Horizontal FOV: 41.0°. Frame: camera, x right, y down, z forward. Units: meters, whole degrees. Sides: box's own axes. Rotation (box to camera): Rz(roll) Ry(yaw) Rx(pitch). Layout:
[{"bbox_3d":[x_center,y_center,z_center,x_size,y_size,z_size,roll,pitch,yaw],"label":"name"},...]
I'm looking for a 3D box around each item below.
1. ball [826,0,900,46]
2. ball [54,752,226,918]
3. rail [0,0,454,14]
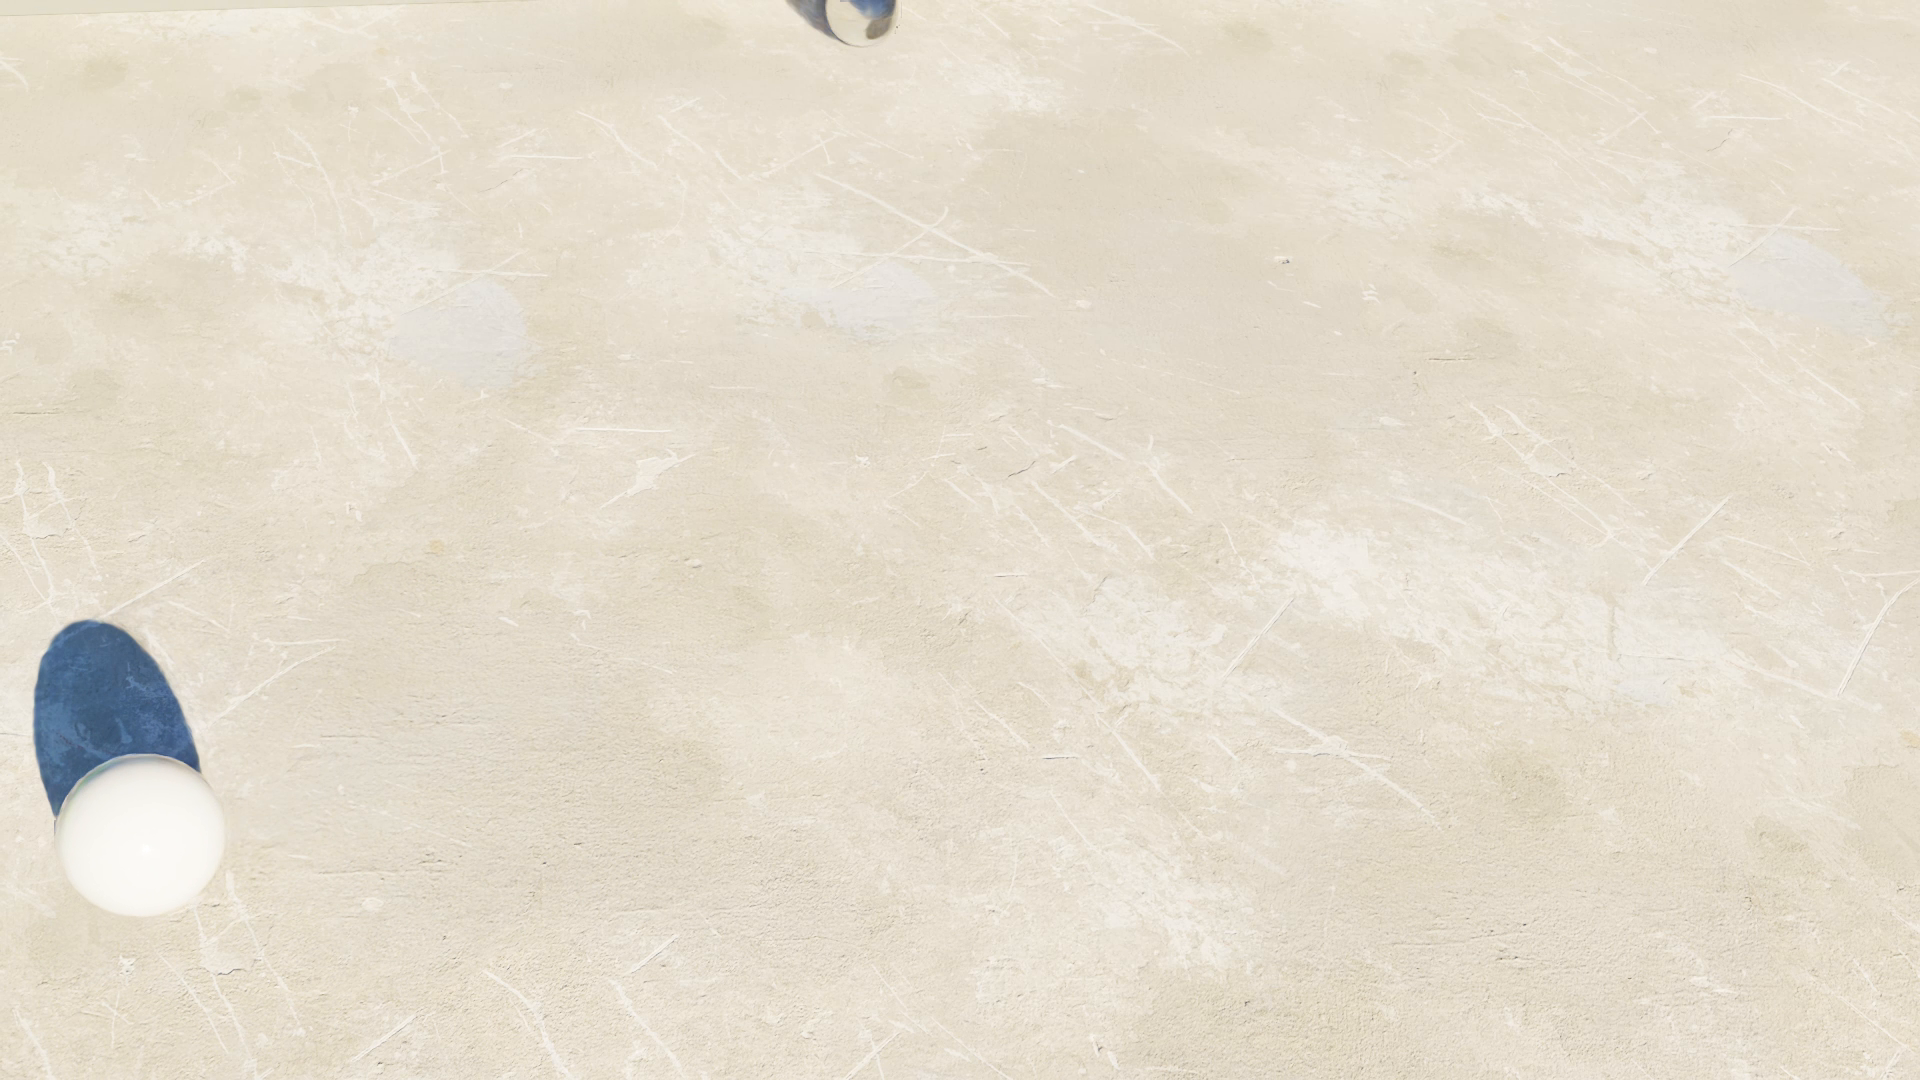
[{"bbox_3d":[-0.086,-0.465,2.250,0.064,0.064,0.064,0,36,0],"label":"ball"},{"bbox_3d":[-0.439,0.158,1.377,0.088,0.088,0.088,0,36,0],"label":"ball"},{"bbox_3d":[0.809,-0.577,2.360,3.496,0.114,0.045,-2,36,-3],"label":"rail"}]
